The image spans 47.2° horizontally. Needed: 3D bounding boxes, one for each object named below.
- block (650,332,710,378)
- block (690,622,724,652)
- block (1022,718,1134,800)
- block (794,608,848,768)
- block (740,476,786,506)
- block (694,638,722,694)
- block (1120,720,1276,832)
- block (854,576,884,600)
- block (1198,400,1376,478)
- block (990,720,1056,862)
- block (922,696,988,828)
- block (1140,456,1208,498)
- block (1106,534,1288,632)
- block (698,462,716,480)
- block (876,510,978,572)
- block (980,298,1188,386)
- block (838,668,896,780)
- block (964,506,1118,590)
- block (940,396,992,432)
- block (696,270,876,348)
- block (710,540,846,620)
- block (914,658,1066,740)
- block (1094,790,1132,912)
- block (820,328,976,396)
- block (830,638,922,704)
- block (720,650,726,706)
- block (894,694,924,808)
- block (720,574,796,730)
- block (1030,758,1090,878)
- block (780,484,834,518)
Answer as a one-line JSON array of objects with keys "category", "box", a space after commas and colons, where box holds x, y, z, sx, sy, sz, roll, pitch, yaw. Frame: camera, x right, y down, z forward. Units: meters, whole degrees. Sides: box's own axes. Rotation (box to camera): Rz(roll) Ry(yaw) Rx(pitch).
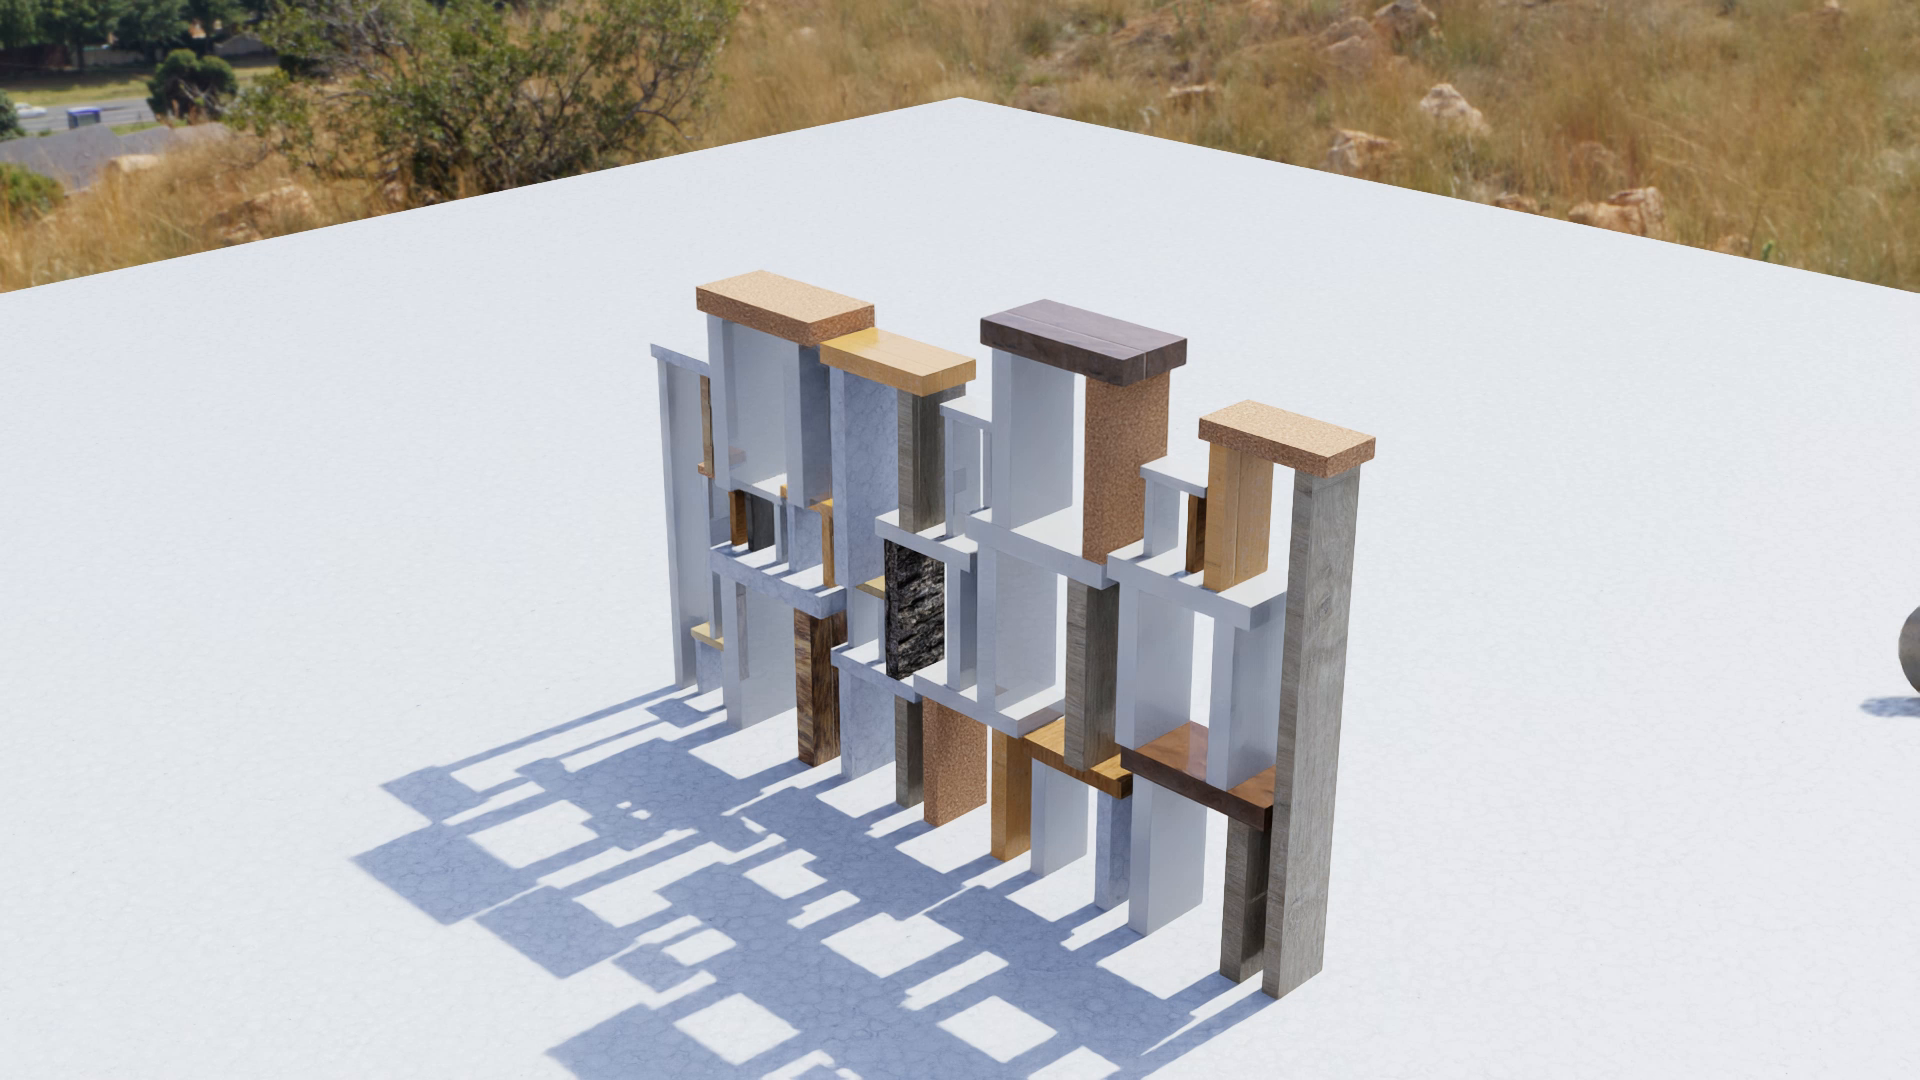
[{"category": "block", "box": [-0.545, -0.391, 4.655, 0.217, 0.031, 0.108, 21, 31, 41]}, {"category": "block", "box": [-0.528, 0.216, 4.883, 0.135, 0.019, 0.067, 21, 31, 41]}, {"category": "block", "box": [0.251, 0.406, 4.122, 0.124, 0.035, 0.248, -21, 31, -40]}, {"category": "block", "box": [-0.262, 0.285, 4.635, 0.050, 0.356, 0.178, 21, 31, 41]}, {"category": "block", "box": [-0.393, -0.108, 4.602, 0.136, 0.019, 0.068, 21, 31, 40]}, {"category": "block", "box": [-0.560, 0.274, 4.942, 0.019, 0.135, 0.067, 21, 31, 41]}, {"category": "block", "box": [0.461, 0.411, 3.904, 0.324, 0.046, 0.162, 21, 31, 41]}, {"category": "block", "box": [-0.167, 0.086, 4.449, 0.139, 0.020, 0.069, 21, 31, 41]}, {"category": "block", "box": [0.530, -0.166, 3.574, 0.259, 0.037, 0.130, 21, 31, 41]}, {"category": "block", "box": [0.124, 0.473, 4.283, 0.040, 0.283, 0.141, 21, 31, 41]}, {"category": "block", "box": [-0.009, 0.421, 4.406, 0.040, 0.283, 0.141, 21, 31, 41]}, {"category": "block", "box": [0.385, -0.108, 3.758, 0.071, 0.020, 0.142, -21, 31, -41]}, {"category": "block", "box": [0.424, 0.067, 3.793, 0.315, 0.045, 0.157, 21, 31, 41]}, {"category": "block", "box": [-0.490, -0.144, 4.691, 0.135, 0.019, 0.067, 21, 31, 41]}, {"category": "block", "box": [-0.028, -0.009, 4.246, 0.259, 0.037, 0.130, 21, 31, 41]}, {"category": "block", "box": [0.213, -0.348, 3.845, 0.168, 0.048, 0.336, -22, 31, -40]}, {"category": "block", "box": [-0.192, 0.365, 4.582, 0.035, 0.249, 0.125, 21, 31, 41]}, {"category": "block", "box": [0.188, -0.004, 4.016, 0.169, 0.048, 0.338, -21, 31, -40]}, {"category": "block", "box": [0.041, -0.233, 4.086, 0.075, 0.021, 0.149, -21, 31, -40]}, {"category": "block", "box": [-0.351, -0.466, 4.397, 0.346, 0.049, 0.173, 21, 31, 40]}, {"category": "block", "box": [-0.346, 0.065, 4.633, 0.355, 0.050, 0.178, 21, 31, 41]}, {"category": "block", "box": [0.058, 0.299, 4.282, 0.283, 0.040, 0.141, 21, 31, 41]}, {"category": "block", "box": [0.309, 0.560, 4.123, 0.124, 0.248, 0.035, -21, 31, -40]}, {"category": "block", "box": [-0.120, -0.343, 4.205, 0.284, 0.040, 0.142, 21, 31, 41]}, {"category": "block", "box": [-0.133, 0.257, 4.473, 0.249, 0.035, 0.125, 21, 31, 41]}, {"category": "block", "box": [-0.496, 0.299, 4.883, 0.019, 0.135, 0.068, 21, 31, 41]}, {"category": "block", "box": [-0.075, 0.411, 4.474, 0.035, 0.249, 0.125, 21, 31, 41]}, {"category": "block", "box": [-0.430, 0.219, 4.789, 0.050, 0.356, 0.178, 21, 31, 41]}, {"category": "block", "box": [0.193, 0.514, 4.232, 0.124, 0.248, 0.035, -21, 31, -40]}, {"category": "block", "box": [-0.283, -0.089, 4.488, 0.081, 0.023, 0.162, -21, 31, -40]}]
